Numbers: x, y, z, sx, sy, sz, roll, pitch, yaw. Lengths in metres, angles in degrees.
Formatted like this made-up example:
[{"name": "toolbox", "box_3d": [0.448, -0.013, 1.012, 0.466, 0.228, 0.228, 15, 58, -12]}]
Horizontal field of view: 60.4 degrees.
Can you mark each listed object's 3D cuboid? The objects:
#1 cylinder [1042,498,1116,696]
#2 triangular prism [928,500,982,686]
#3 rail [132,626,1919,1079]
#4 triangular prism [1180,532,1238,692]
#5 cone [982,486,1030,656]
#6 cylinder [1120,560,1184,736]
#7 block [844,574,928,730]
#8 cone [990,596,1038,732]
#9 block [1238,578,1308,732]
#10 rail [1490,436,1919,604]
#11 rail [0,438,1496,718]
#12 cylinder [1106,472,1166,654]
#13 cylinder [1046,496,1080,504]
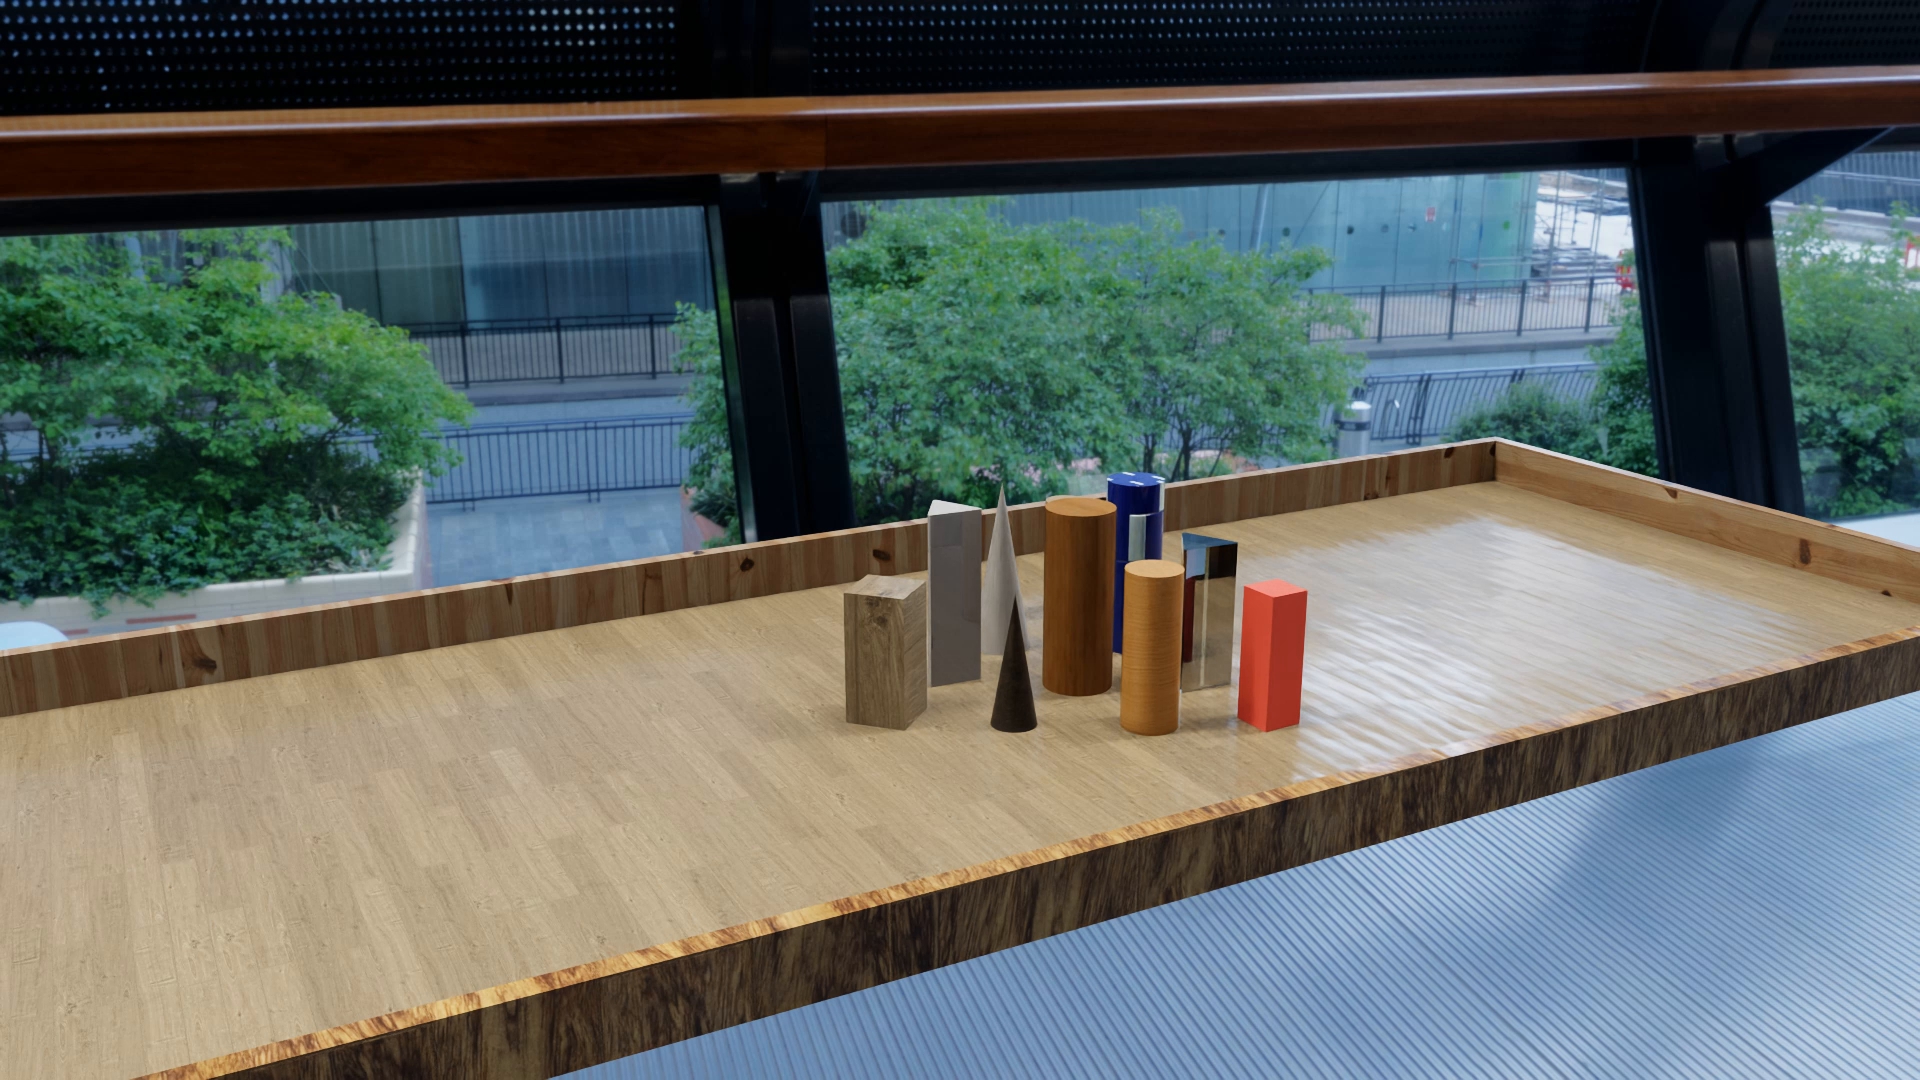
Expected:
[{"name": "cylinder", "box_3d": [0.293, 0.139, 4.067, 0.174, 0.458, 0.174, 0, 16, 0]}, {"name": "triangular prism", "box_3d": [-0.037, 0.129, 4.129, 0.144, 0.444, 0.124, -8, 18, -24]}, {"name": "rail", "box_3d": [-2.336, 1.006, 1.665, 12.000, 0.150, 0.050, -9, 18, -27]}, {"name": "triangular prism", "box_3d": [0.584, 0.175, 4.106, 0.150, 0.368, 0.130, -7, 18, -23]}, {"name": "cone", "box_3d": [0.109, 0.065, 4.335, 0.157, 0.451, 0.157, 0, 16, 0]}, {"name": "cylinder", "box_3d": [0.445, 0.249, 3.824, 0.137, 0.384, 0.137, 0, 16, 0]}, {"name": "block", "box_3d": [-0.174, 0.263, 3.887, 0.148, 0.323, 0.148, 6, 17, 19]}, {"name": "cone", "box_3d": [0.127, 0.279, 3.839, 0.111, 0.320, 0.111, 0, 16, 0]}, {"name": "block", "box_3d": [0.729, 0.269, 3.855, 0.102, 0.330, 0.102, -9, 19, -29]}, {"name": "rail", "box_3d": [2.466, -0.048, 5.253, 0.050, 0.150, 2.100, -9, 18, -27]}, {"name": "rail", "box_3d": [-3.305, 0.497, 3.399, 12.000, 0.150, 0.050, -9, 18, -27]}, {"name": "cylinder", "box_3d": [0.456, 0.061, 4.337, 0.150, 0.457, 0.150, 0, 16, 0]}, {"name": "cylinder", "box_3d": [0.294, 0.044, 4.631, 0.112, 0.323, 0.112, 0, 16, 0]}]
